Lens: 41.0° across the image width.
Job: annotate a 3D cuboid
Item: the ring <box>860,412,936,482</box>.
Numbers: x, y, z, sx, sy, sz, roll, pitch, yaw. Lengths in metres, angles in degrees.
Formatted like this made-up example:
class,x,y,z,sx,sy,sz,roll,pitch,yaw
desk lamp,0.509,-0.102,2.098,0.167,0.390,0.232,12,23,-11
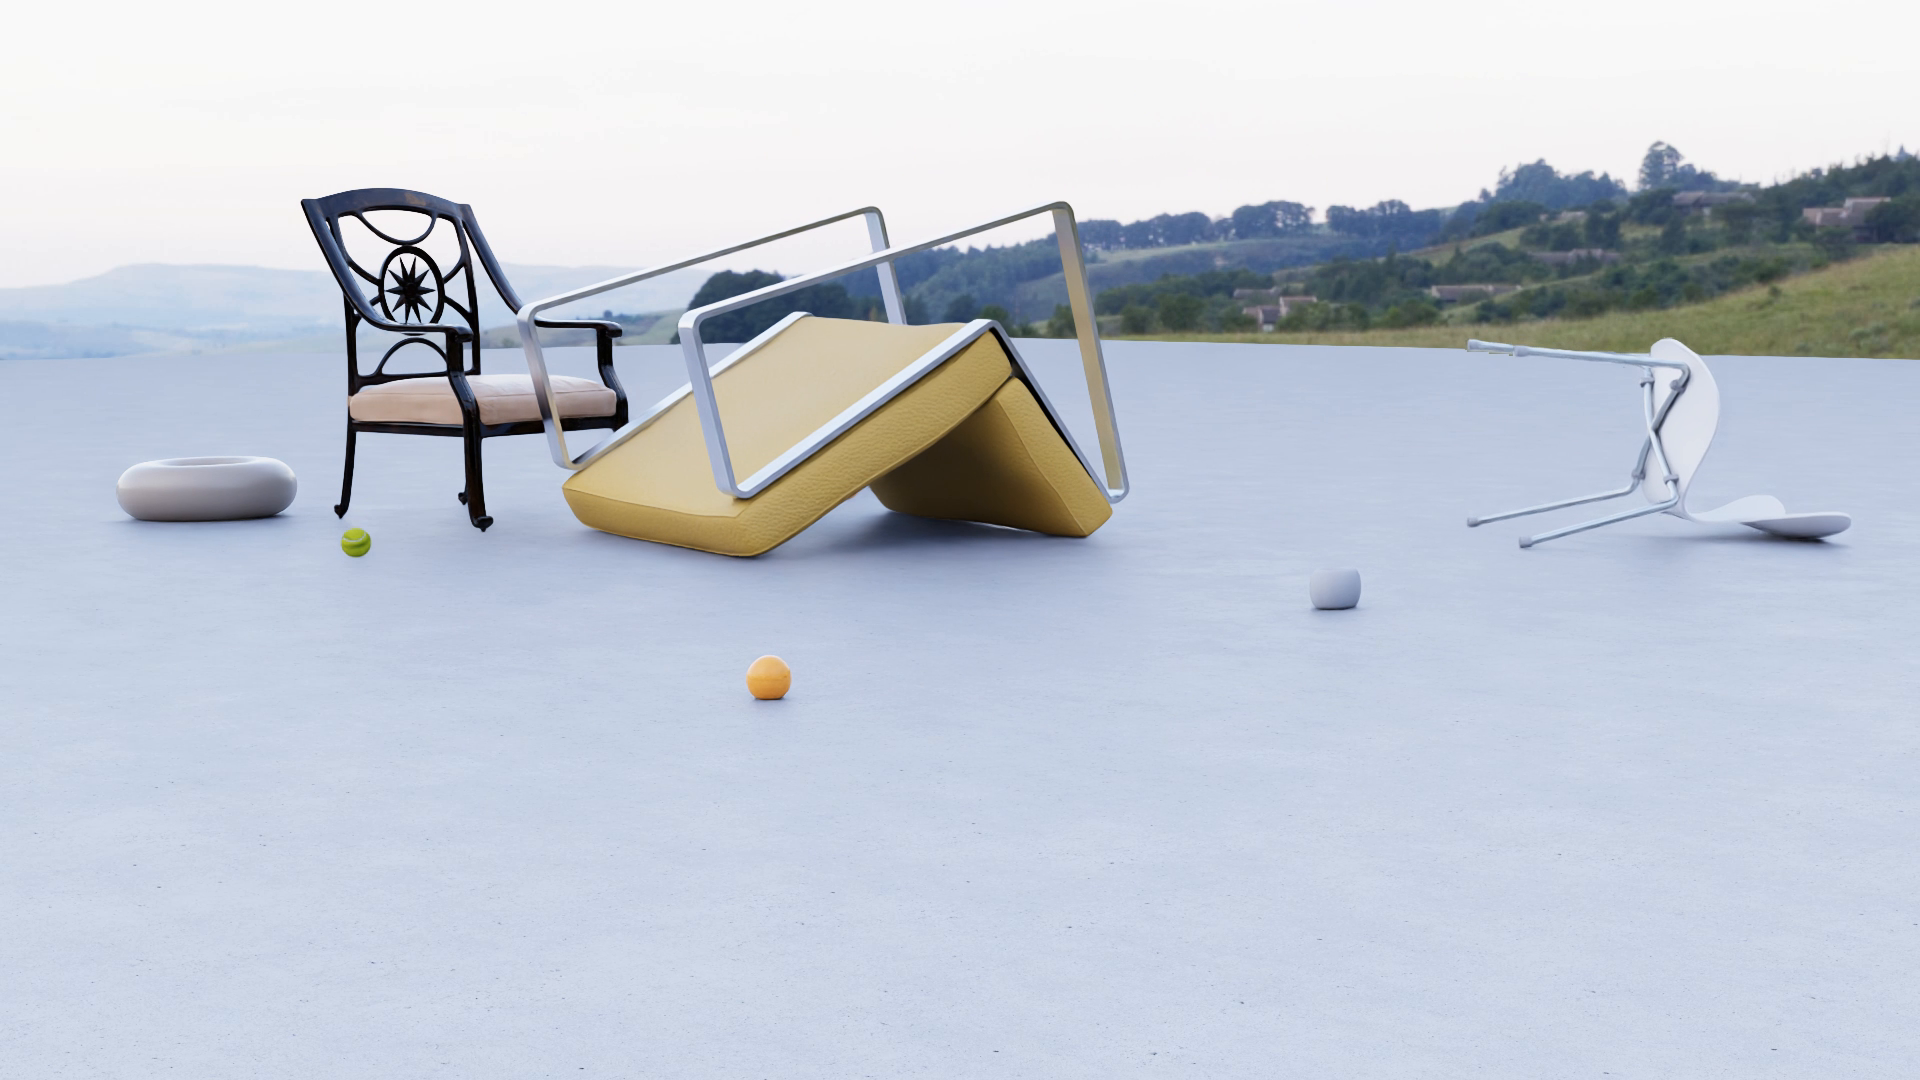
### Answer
class,x,y,z,sx,sy,sz,roll,pitch,yaw
ring,-0.200,-0.294,8.163,0.253,0.231,0.090,31,23,0

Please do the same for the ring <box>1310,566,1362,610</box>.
class,x,y,z,sx,sy,sz,roll,pitch,yaw
ring,0.748,0.095,5.114,0.094,0.078,0.150,1,4,29

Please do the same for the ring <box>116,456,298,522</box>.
class,x,y,z,sx,sy,sz,roll,pitch,yaw
ring,-2.062,-0.140,7.031,0.479,0.154,0.385,-3,8,-20
